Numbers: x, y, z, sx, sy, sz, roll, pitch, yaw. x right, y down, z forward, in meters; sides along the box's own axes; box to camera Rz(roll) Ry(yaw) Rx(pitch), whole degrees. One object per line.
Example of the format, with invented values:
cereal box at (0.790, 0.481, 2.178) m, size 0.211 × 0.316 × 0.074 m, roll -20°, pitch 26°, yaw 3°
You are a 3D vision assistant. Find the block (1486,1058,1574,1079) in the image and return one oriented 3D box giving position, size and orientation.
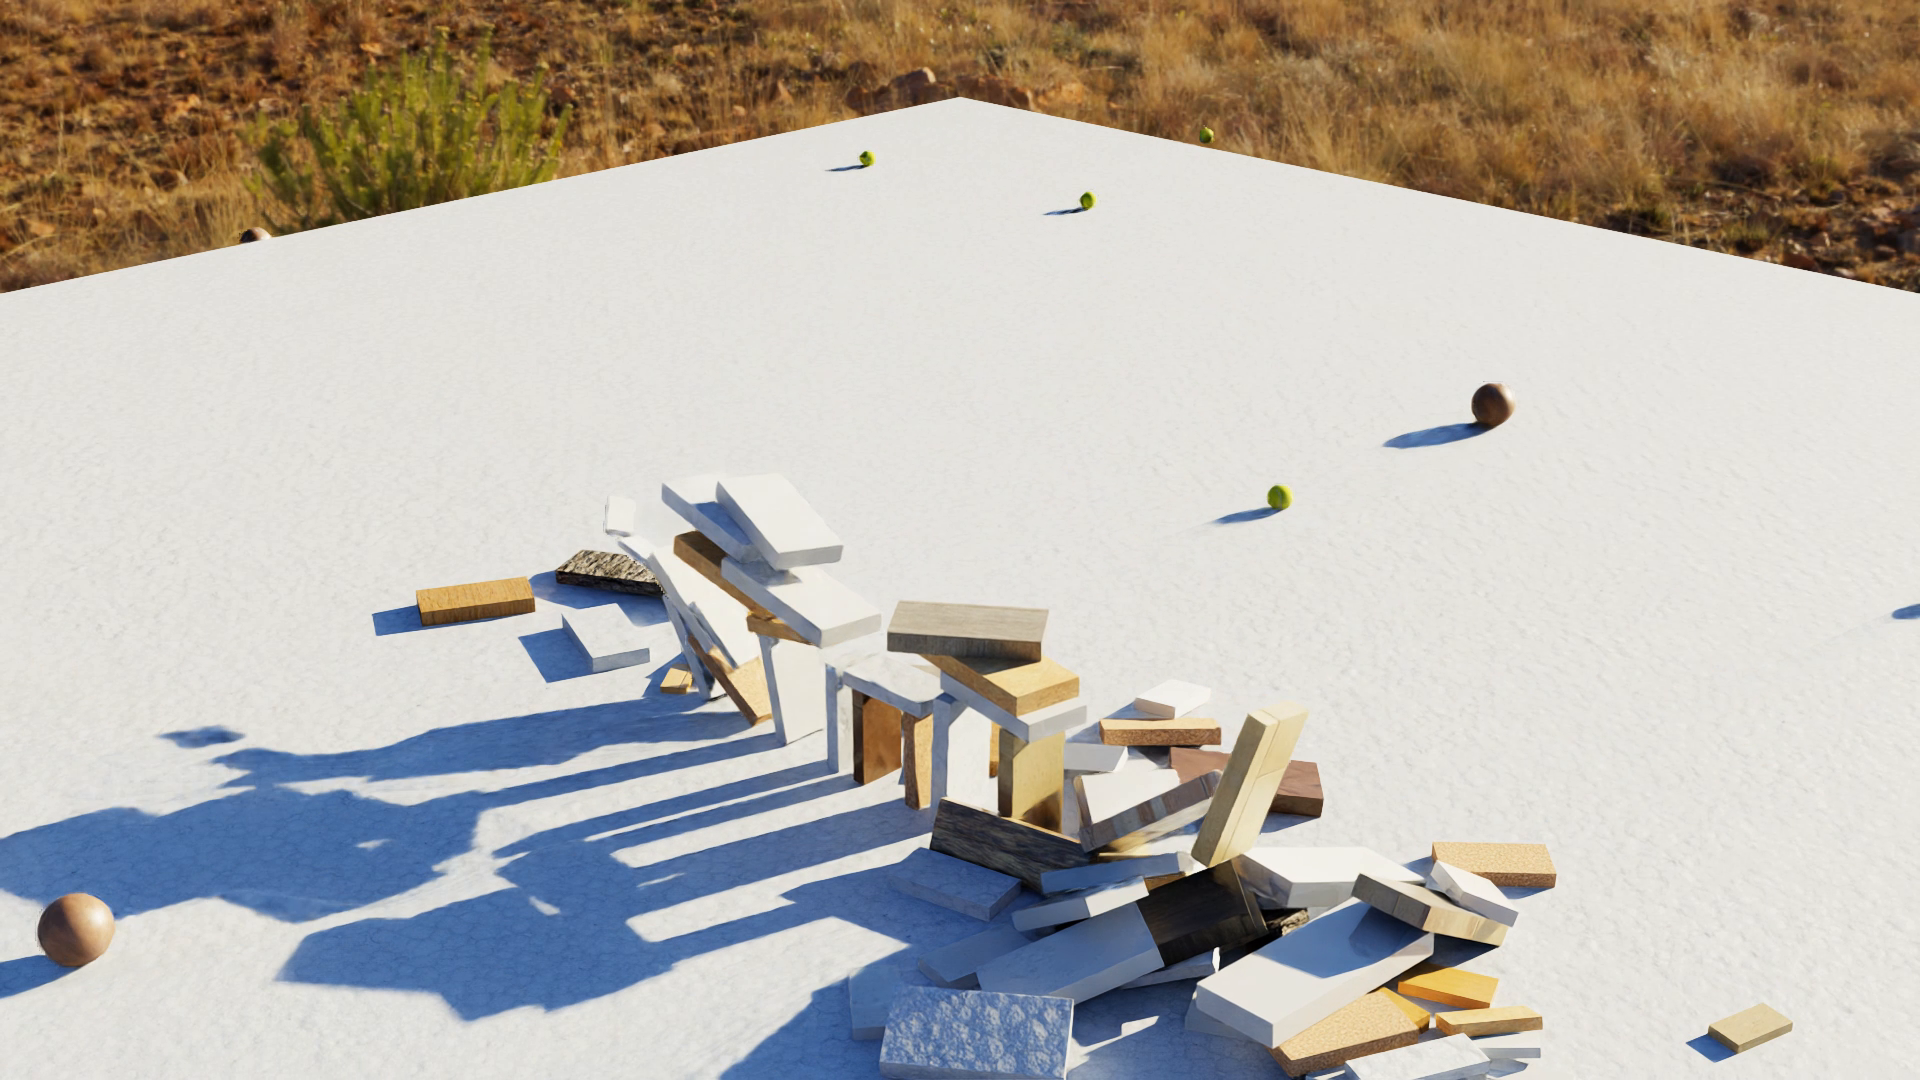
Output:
block at (0.942, 0.893, 3.632) m, size 0.132 × 0.019 × 0.066 m, roll 10°, pitch 25°, yaw 22°

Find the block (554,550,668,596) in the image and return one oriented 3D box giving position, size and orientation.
block at (-0.783, 0.088, 5.466) m, size 0.443 × 0.036 × 0.128 m, roll 6°, pitch 27°, yaw 23°

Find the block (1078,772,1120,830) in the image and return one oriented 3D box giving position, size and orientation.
block at (0.286, 0.533, 4.436) m, size 0.091 × 0.026 × 0.182 m, roll -10°, pitch 25°, yaw 7°

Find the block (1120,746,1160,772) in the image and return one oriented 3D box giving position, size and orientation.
block at (0.359, 0.486, 4.581) m, size 0.097 × 0.028 × 0.194 m, roll -12°, pitch 26°, yaw -26°

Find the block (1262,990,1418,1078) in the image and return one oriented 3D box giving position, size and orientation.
block at (0.632, 0.826, 3.683) m, size 0.238 × 0.034 × 0.119 m, roll -9°, pitch 24°, yaw -18°

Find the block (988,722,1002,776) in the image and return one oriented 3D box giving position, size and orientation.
block at (0.035, 0.427, 4.708) m, size 0.124 × 0.035 × 0.247 m, roll 2°, pitch 23°, yaw 6°

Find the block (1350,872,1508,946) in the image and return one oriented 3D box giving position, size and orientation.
block at (0.847, 0.664, 3.950) m, size 0.153 × 0.043 × 0.307 m, roll 22°, pitch 1°, yaw 42°

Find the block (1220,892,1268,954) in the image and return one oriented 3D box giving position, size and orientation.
block at (0.439, 0.707, 3.934) m, size 0.215 × 0.026 × 0.090 m, roll -24°, pitch 30°, yaw 7°

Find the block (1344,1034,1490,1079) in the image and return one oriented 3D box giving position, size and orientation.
block at (0.750, 0.864, 3.608) m, size 0.224 × 0.023 × 0.080 m, roll -8°, pitch 24°, yaw -18°

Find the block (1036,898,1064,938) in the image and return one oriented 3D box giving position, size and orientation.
block at (0.238, 0.709, 4.057) m, size 0.181 × 0.026 × 0.090 m, roll 6°, pitch 24°, yaw 14°

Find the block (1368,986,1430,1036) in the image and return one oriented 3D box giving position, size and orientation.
block at (0.683, 0.805, 3.820) m, size 0.119 × 0.034 × 0.238 m, roll -18°, pitch 29°, yaw -36°

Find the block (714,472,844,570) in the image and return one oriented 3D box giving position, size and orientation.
block at (-0.385, -0.042, 4.657) m, size 0.152 × 0.043 × 0.304 m, roll -7°, pitch 35°, yaw -31°

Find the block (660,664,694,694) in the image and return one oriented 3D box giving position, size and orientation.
block at (-0.636, 0.315, 4.997) m, size 0.059 × 0.017 × 0.119 m, roll 3°, pitch 23°, yaw 7°

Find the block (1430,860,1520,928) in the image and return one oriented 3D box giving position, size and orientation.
block at (0.949, 0.652, 4.061) m, size 0.109 × 0.031 × 0.218 m, roll 21°, pitch 6°, yaw -3°

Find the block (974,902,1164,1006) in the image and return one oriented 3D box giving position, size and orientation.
block at (0.188, 0.742, 3.821) m, size 0.307 × 0.043 × 0.153 m, roll -23°, pitch 25°, yaw -1°

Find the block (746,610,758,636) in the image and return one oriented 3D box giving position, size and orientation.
block at (-0.484, 0.230, 5.169) m, size 0.135 × 0.038 × 0.336 m, roll 12°, pitch 26°, yaw 25°

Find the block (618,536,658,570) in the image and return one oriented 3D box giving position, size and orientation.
block at (-0.708, 0.027, 4.937) m, size 0.059 × 0.017 × 0.119 m, roll -12°, pitch 34°, yaw -45°

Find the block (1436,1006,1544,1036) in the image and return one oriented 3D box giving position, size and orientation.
block at (0.904, 0.823, 3.758) m, size 0.160 × 0.023 × 0.080 m, roll -3°, pitch 2°, yaw -8°

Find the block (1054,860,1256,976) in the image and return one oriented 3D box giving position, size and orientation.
block at (0.345, 0.692, 3.907) m, size 0.341 × 0.048 × 0.171 m, roll -22°, pitch 23°, yaw 5°

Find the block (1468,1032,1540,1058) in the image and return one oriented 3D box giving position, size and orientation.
block at (0.906, 0.849, 3.696) m, size 0.132 × 0.019 × 0.066 m, roll -3°, pitch 9°, yaw 12°

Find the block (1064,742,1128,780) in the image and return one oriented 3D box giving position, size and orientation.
block at (0.250, 0.462, 4.589) m, size 0.182 × 0.026 × 0.091 m, roll 1°, pitch 31°, yaw 23°

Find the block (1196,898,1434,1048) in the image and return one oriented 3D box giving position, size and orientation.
block at (0.616, 0.739, 3.794) m, size 0.424 × 0.048 × 0.171 m, roll -19°, pitch 26°, yaw -37°

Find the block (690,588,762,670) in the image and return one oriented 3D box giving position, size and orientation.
block at (-0.509, 0.195, 4.825) m, size 0.088 × 0.025 × 0.176 m, roll -26°, pitch 75°, yaw -44°

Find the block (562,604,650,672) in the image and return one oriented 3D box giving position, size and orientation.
block at (-0.835, 0.229, 5.173) m, size 0.135 × 0.038 × 0.270 m, roll -10°, pitch 25°, yaw -23°

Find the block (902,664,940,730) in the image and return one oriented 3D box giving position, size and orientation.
block at (-0.098, 0.349, 4.894) m, size 0.124 × 0.035 × 0.248 m, roll 2°, pitch 23°, yaw 5°

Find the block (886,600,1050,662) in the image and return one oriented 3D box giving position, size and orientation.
block at (0.018, 0.178, 4.347) m, size 0.304 × 0.043 × 0.152 m, roll 3°, pitch 23°, yaw 7°

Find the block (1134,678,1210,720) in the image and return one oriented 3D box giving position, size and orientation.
block at (0.470, 0.350, 4.853) m, size 0.097 × 0.028 × 0.194 m, roll 13°, pitch 15°, yaw 27°

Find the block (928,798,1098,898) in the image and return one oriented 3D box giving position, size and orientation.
block at (0.100, 0.595, 4.209) m, size 0.342 × 0.114 × 0.032 m, roll 14°, pitch 3°, yaw 30°

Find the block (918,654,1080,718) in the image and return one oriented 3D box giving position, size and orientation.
block at (0.060, 0.238, 4.316) m, size 0.151 × 0.043 × 0.371 m, roll -15°, pitch 28°, yaw -32°

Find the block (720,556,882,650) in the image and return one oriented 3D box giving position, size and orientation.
block at (-0.332, 0.112, 4.573) m, size 0.157 × 0.044 × 0.342 m, roll -16°, pitch 36°, yaw -39°

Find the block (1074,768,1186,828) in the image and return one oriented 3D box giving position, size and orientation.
block at (0.340, 0.519, 4.349) m, size 0.229 × 0.114 × 0.032 m, roll -1°, pitch -23°, yaw -31°

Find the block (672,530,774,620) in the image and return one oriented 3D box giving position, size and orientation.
block at (-0.459, 0.061, 4.731) m, size 0.157 × 0.044 × 0.314 m, roll -17°, pitch 38°, yaw -41°

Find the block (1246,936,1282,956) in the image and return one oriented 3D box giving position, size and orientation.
block at (0.603, 0.744, 3.889) m, size 0.091 × 0.026 × 0.182 m, roll -17°, pitch 25°, yaw -34°

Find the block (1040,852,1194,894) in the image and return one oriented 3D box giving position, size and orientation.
block at (0.289, 0.609, 4.025) m, size 0.256 × 0.036 × 0.128 m, roll -11°, pitch -11°, yaw 16°

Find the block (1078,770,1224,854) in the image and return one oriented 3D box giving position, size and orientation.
block at (0.383, 0.504, 4.070) m, size 0.301 × 0.043 × 0.151 m, roll -28°, pitch -20°, yaw 26°
